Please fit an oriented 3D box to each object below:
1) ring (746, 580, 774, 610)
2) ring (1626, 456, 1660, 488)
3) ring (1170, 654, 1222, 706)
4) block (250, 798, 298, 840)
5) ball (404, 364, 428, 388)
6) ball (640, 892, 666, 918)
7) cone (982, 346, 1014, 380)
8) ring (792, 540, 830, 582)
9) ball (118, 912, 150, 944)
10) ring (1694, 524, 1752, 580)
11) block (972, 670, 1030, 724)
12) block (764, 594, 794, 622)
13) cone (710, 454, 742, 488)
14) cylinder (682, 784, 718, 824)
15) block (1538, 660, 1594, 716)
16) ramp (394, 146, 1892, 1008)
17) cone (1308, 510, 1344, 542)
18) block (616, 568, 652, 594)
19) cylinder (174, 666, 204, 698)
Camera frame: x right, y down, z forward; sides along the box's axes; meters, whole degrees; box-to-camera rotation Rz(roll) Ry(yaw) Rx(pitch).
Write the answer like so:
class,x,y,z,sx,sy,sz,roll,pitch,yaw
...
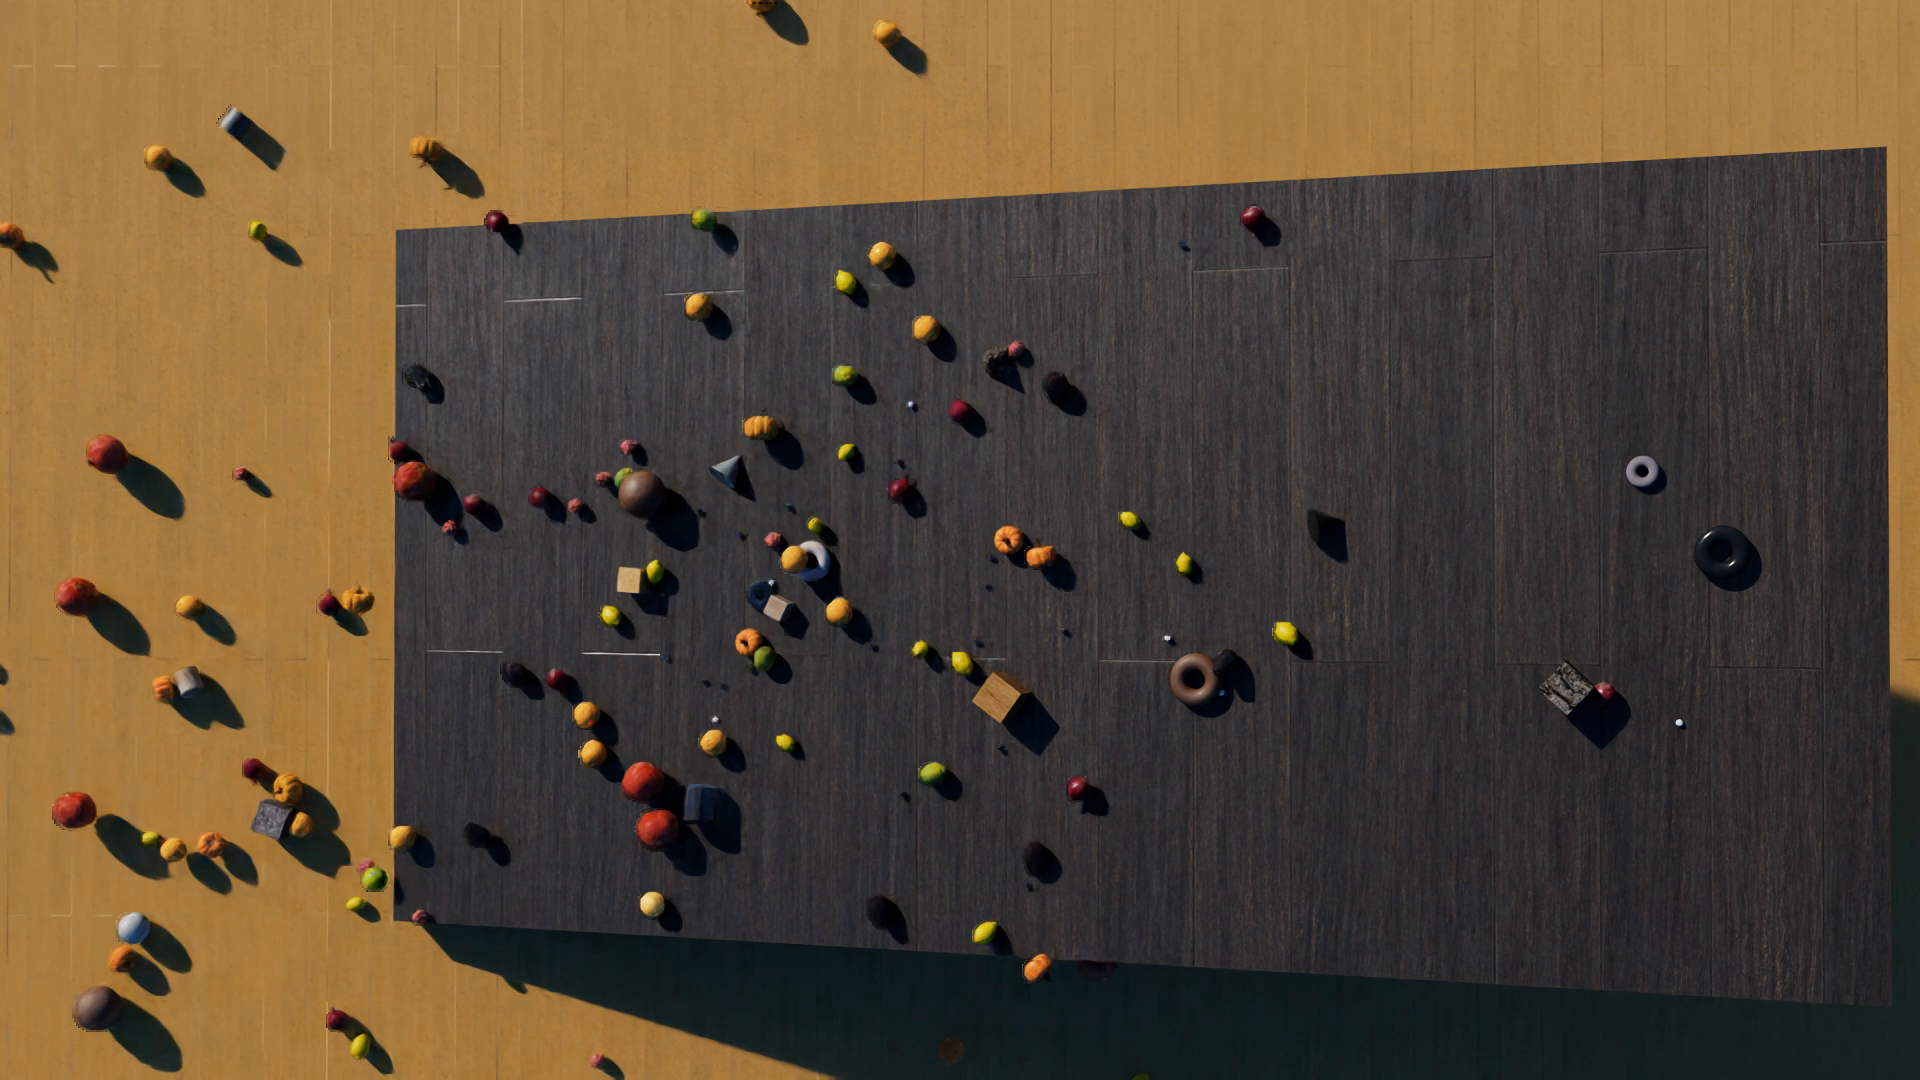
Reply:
class,x,y,z,sx,sy,sz,roll,pitch,yaw
ring,-0.544,0.151,5.992,0.080,0.027,0.080,0,90,18
ring,1.638,-0.164,5.273,0.078,0.026,0.078,0,91,22
ring,0.601,0.357,5.599,0.137,0.046,0.137,0,91,19
block,-2.000,0.814,6.409,0.088,0.088,0.088,20,89,0
ball,-1.562,-0.471,6.314,0.070,0.070,0.070,0,89,0
ball,-0.846,1.004,6.057,0.070,0.070,0.070,0,89,0
cone,0.088,-0.468,5.757,0.090,0.090,0.090,0,89,18
ring,-0.400,0.058,5.939,0.112,0.037,0.112,0,89,19
ball,-2.406,1.130,6.404,0.090,0.090,0.090,0,89,0
ring,1.805,0.029,5.206,0.131,0.044,0.131,0,91,18
block,0.109,0.408,5.735,0.096,0.096,0.096,37,100,15
block,-0.491,0.185,5.959,0.054,0.054,0.054,27,98,17
cone,-0.625,-0.202,6.016,0.087,0.087,0.087,37,73,0
cylinder,-0.711,0.720,6.002,0.096,0.096,0.096,3,90,0
block,1.460,0.354,5.290,0.092,0.092,0.092,44,102,14
ramp,0.277,0.092,5.787,4.000,0.100,2.000,0,89,18
cone,0.923,-0.041,5.502,0.083,0.083,0.083,-9,89,-9
block,-0.902,0.111,6.089,0.067,0.067,0.067,5,91,18
cylinder,-2.249,0.414,6.417,0.068,0.068,0.068,-29,69,0
